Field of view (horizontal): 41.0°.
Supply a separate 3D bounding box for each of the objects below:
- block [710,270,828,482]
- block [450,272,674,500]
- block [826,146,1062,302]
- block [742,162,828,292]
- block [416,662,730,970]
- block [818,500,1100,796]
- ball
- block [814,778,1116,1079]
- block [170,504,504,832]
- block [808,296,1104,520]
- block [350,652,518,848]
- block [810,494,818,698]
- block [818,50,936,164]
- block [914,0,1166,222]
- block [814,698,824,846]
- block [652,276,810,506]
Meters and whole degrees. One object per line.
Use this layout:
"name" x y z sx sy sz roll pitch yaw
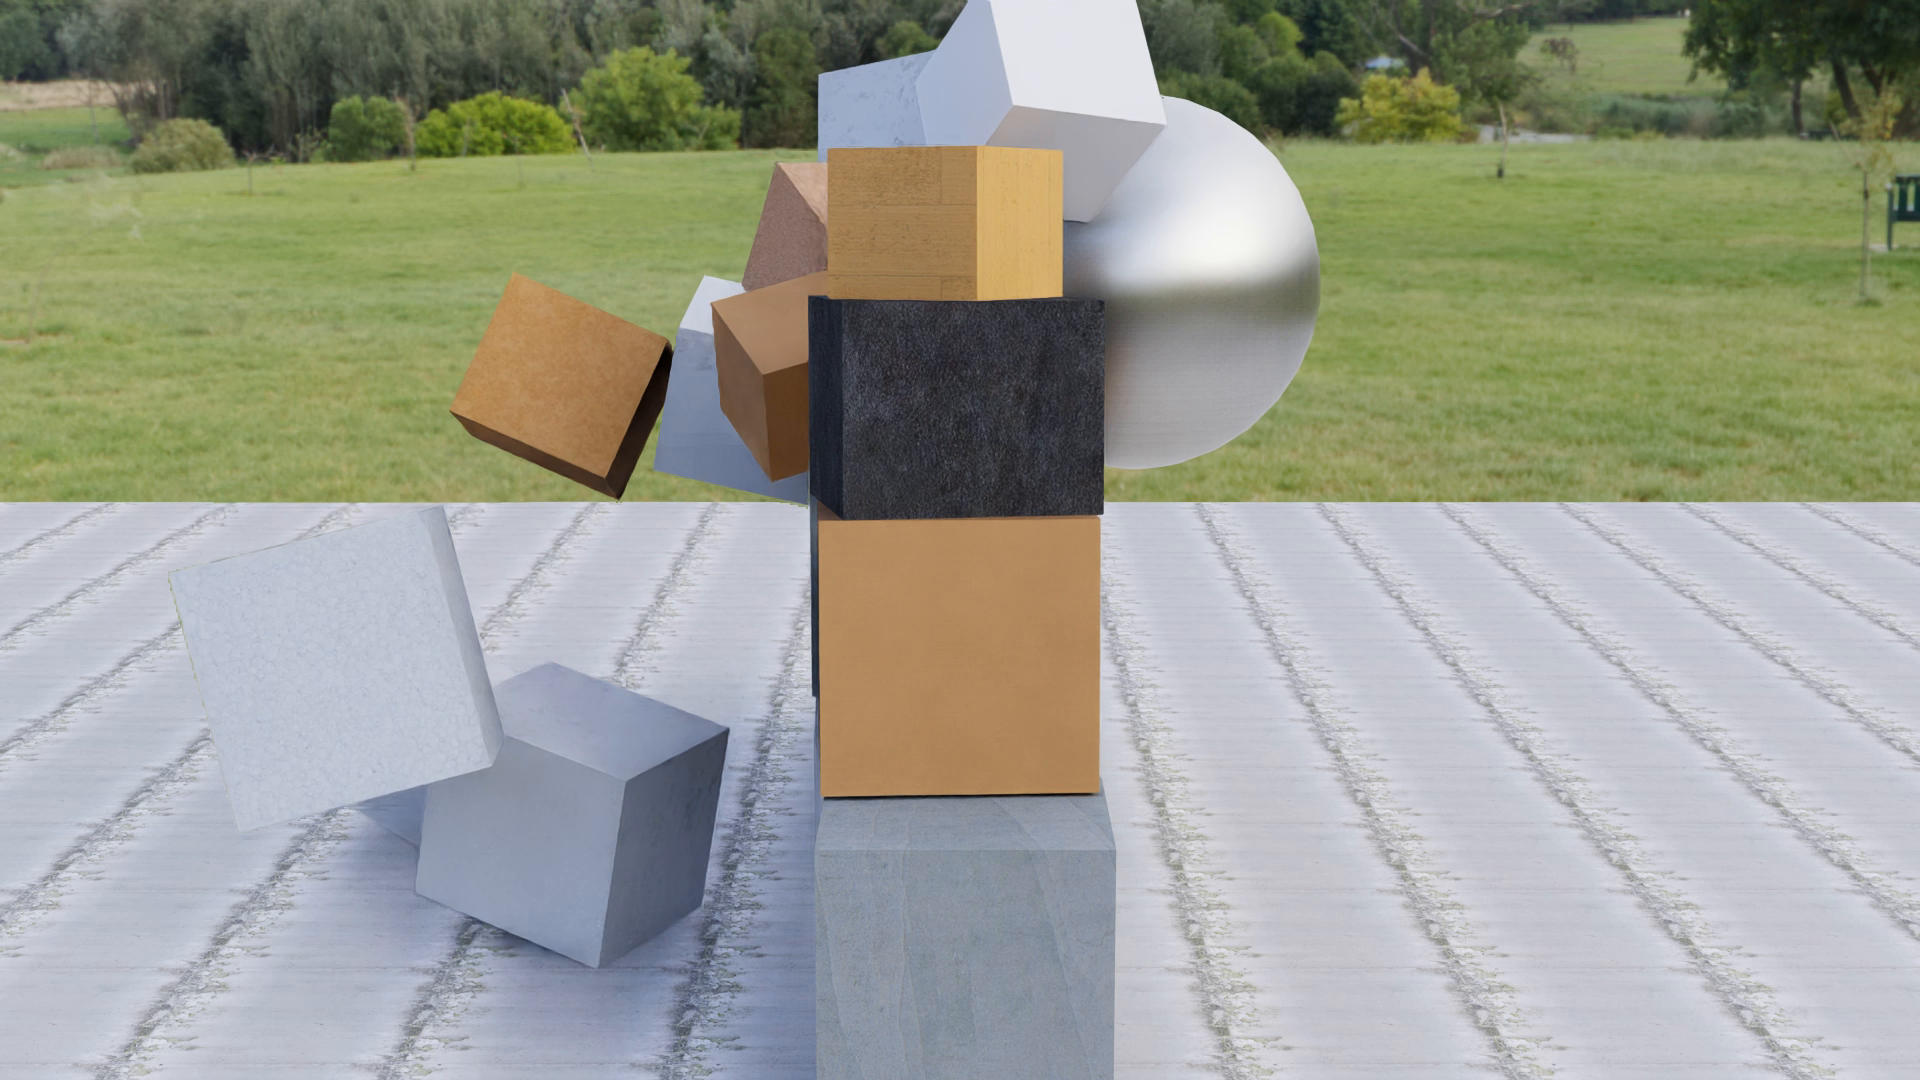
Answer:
"block" -0.648 -0.691 10.659 0.565 0.549 0.564 -18 43 -19
"block" -1.873 -0.721 12.262 0.787 0.714 0.784 23 -7 0
"block" -0.048 -1.154 9.363 0.613 0.537 0.658 4 8 29
"block" -0.491 -1.264 11.701 0.682 0.656 0.638 -3 40 -32
"block" -1.593 1.111 10.567 0.909 0.824 0.776 18 19 22
"block" -0.030 0.352 9.538 0.988 0.976 1.058 0 7 -3
"ball" 0.740 -1.103 10.980 1.600 1.600 1.600 0 10 0
"block" 0.018 1.424 9.008 0.998 0.974 0.892 0 10 0
"block" -2.265 0.444 9.467 0.899 0.940 0.885 -14 4 -6
"block" -0.034 -0.511 9.449 0.933 0.759 0.948 -1 7 -10
"block" -2.486 0.870 11.844 0.728 0.749 0.687 32 7 -5
"block" -0.152 0.080 11.267 1.004 1.023 0.918 -1 10 -3
"block" -0.173 -1.911 12.616 0.740 0.723 0.757 -4 -7 36
"block" 0.301 -1.692 9.935 0.657 0.590 0.665 2 -28 -26
"block" -0.036 1.143 10.773 1.133 0.896 0.987 0 10 -2
"block" -0.903 -0.699 12.080 0.860 0.723 0.739 13 25 -1
